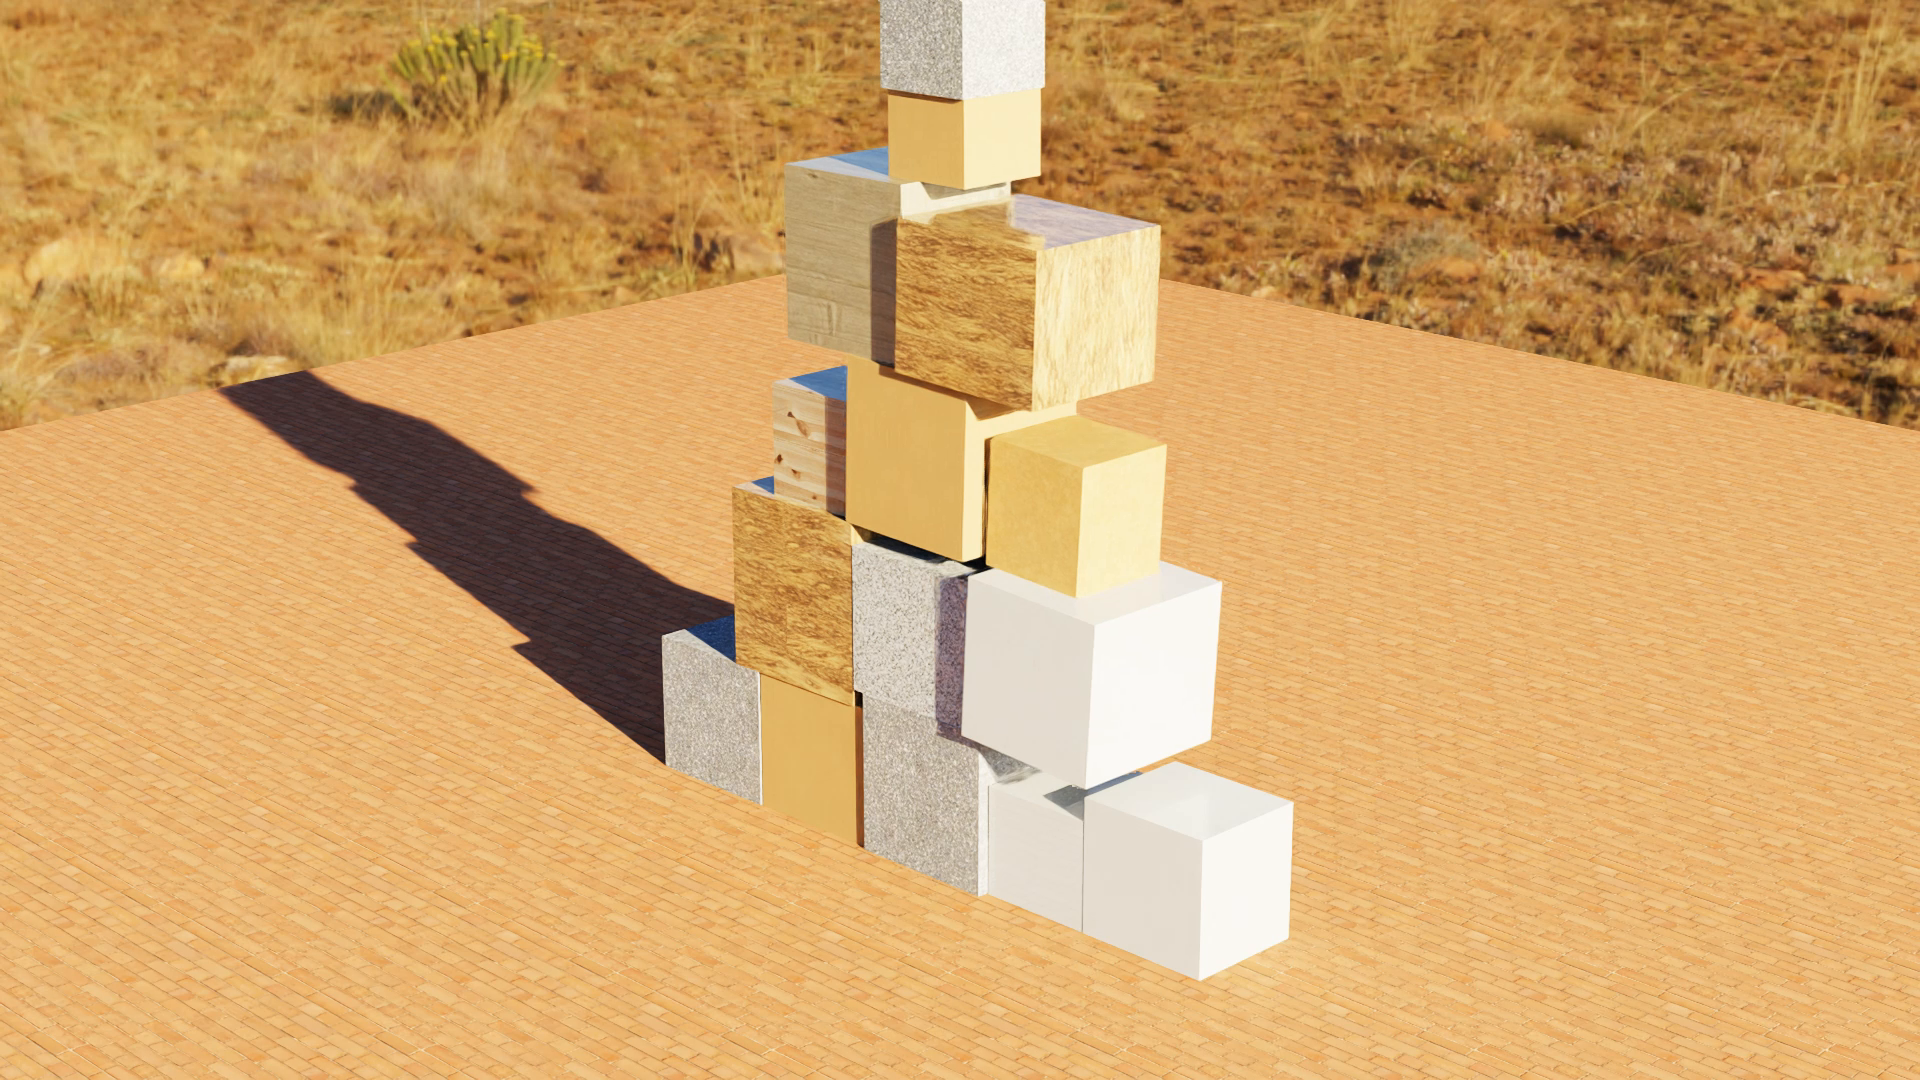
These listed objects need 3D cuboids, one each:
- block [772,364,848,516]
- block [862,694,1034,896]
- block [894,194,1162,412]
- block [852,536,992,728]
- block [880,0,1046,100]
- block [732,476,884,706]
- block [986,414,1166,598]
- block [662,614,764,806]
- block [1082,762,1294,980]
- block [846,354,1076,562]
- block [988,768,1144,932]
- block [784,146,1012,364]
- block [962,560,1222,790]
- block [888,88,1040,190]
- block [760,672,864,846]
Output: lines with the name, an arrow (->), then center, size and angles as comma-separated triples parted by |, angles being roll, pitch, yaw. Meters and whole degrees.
block -> -0.473, -0.475, 13.669 | 0.586, 0.547, 0.534 | -17, 24, -42
block -> 0.075, 1.081, 13.605 | 0.726, 0.779, 0.752 | -17, 24, -42
block -> 0.289, -1.042, 12.697 | 0.771, 0.690, 0.829 | -17, 26, -42
block -> 0.037, 0.360, 13.436 | 0.739, 0.698, 0.756 | -17, 24, -42
block -> 0.011, -2.203, 12.637 | 0.502, 0.504, 0.502 | 16, 24, 43
block -> -0.527, 0.181, 13.976 | 0.828, 0.891, 0.736 | 17, 24, 42
block -> 0.504, -0.154, 12.791 | 0.532, 0.587, 0.542 | -17, 27, -42
block -> -0.990, 0.812, 14.607 | 0.659, 0.692, 0.721 | -17, 24, -42
block -> 0.986, 1.426, 12.738 | 0.597, 0.641, 0.671 | -17, 24, -42
block -> 0.002, -0.439, 13.193 | 0.699, 0.785, 0.750 | -17, 26, -42
block -> 0.546, 1.346, 13.187 | 0.609, 0.524, 0.571 | -17, 24, -42
block -> -0.279, -1.295, 13.230 | 0.757, 0.804, 0.681 | 16, 24, 43
block -> 0.574, 0.524, 12.890 | 0.817, 0.750, 0.750 | -17, 27, -42
block -> 0.019, -1.779, 12.775 | 0.470, 0.387, 0.466 | -17, 24, -42
block -> -0.458, 0.965, 14.123 | 0.676, 0.691, 0.729 | -17, 24, -42
